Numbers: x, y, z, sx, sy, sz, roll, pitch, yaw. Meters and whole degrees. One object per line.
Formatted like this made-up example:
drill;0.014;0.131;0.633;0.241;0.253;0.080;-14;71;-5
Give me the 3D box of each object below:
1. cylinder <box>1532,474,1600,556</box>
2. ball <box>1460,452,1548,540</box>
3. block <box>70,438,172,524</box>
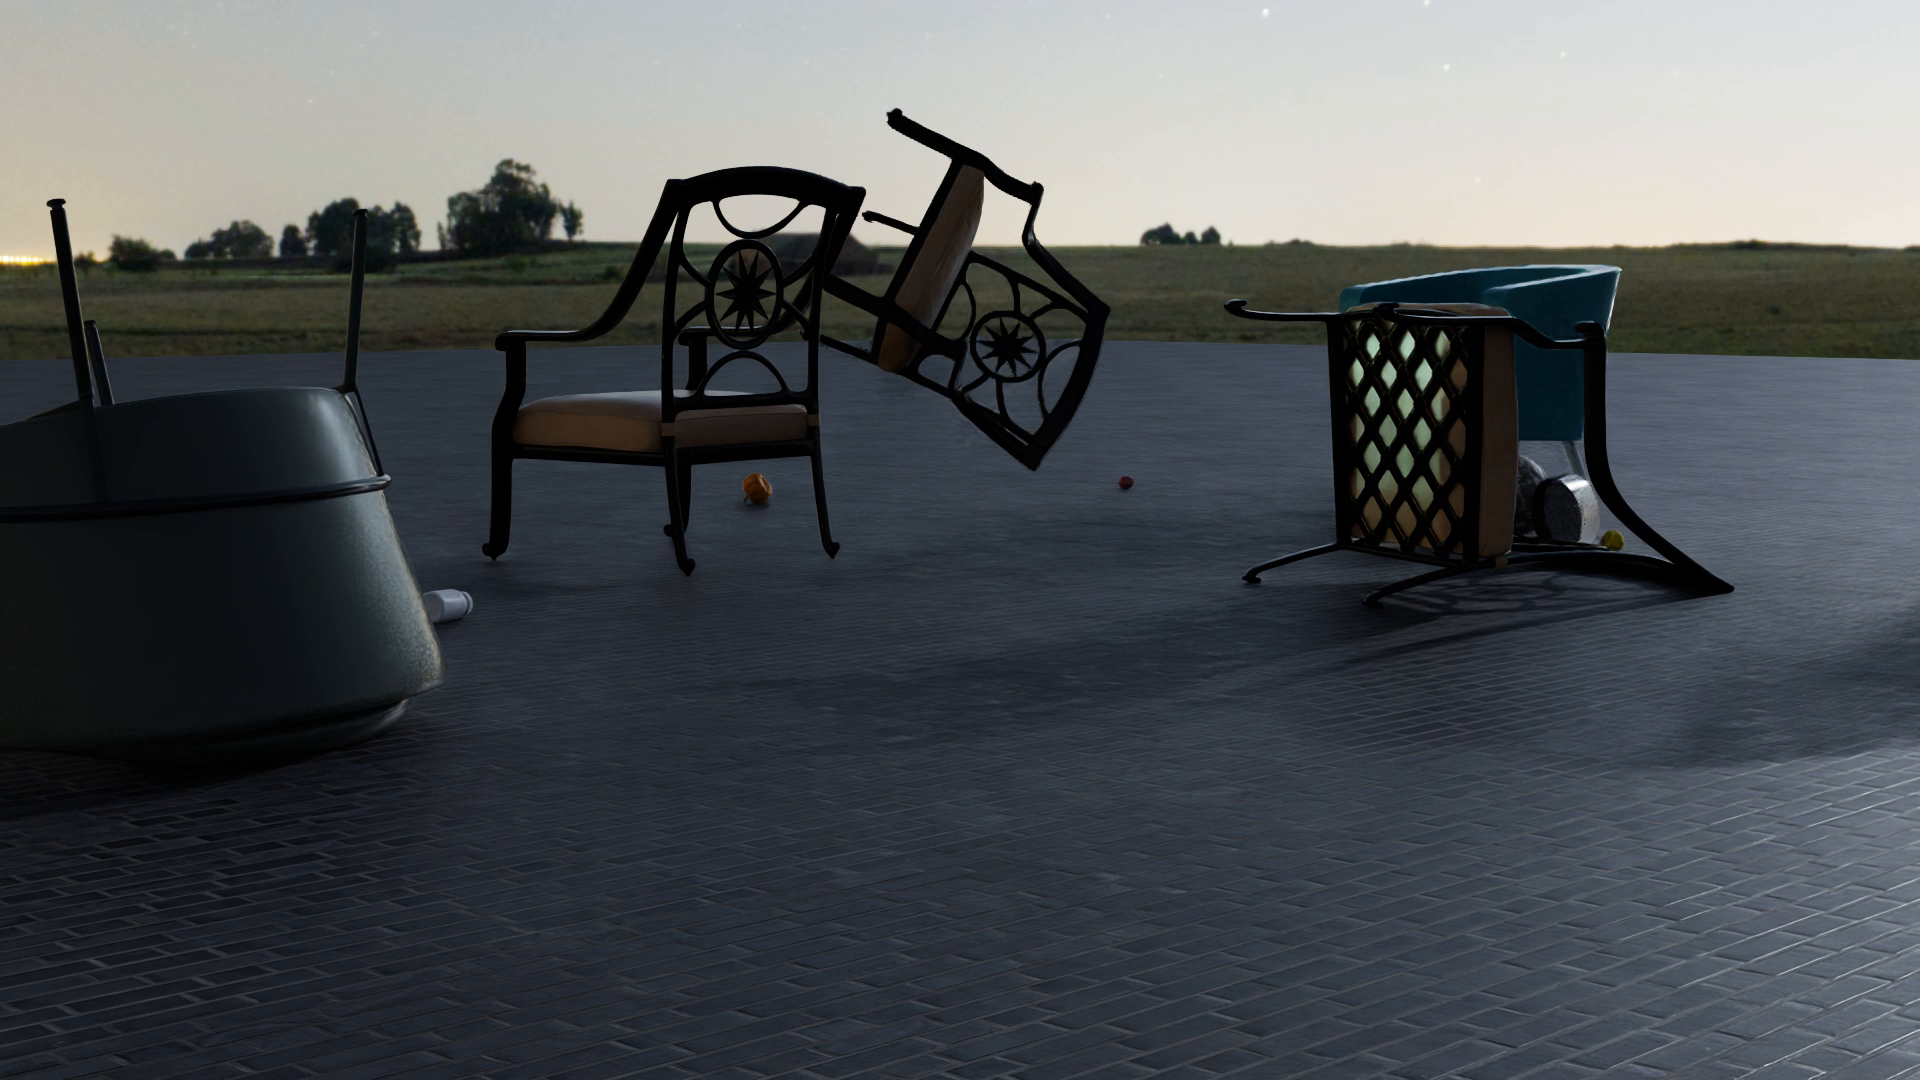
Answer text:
cylinder;1.447;-0.062;6.128;0.116;0.184;0.166;-11;0;29
ball;1.361;-0.109;6.401;0.219;0.219;0.219;0;6;0
block;-2.255;-0.161;6.893;0.239;0.221;0.101;2;7;20
